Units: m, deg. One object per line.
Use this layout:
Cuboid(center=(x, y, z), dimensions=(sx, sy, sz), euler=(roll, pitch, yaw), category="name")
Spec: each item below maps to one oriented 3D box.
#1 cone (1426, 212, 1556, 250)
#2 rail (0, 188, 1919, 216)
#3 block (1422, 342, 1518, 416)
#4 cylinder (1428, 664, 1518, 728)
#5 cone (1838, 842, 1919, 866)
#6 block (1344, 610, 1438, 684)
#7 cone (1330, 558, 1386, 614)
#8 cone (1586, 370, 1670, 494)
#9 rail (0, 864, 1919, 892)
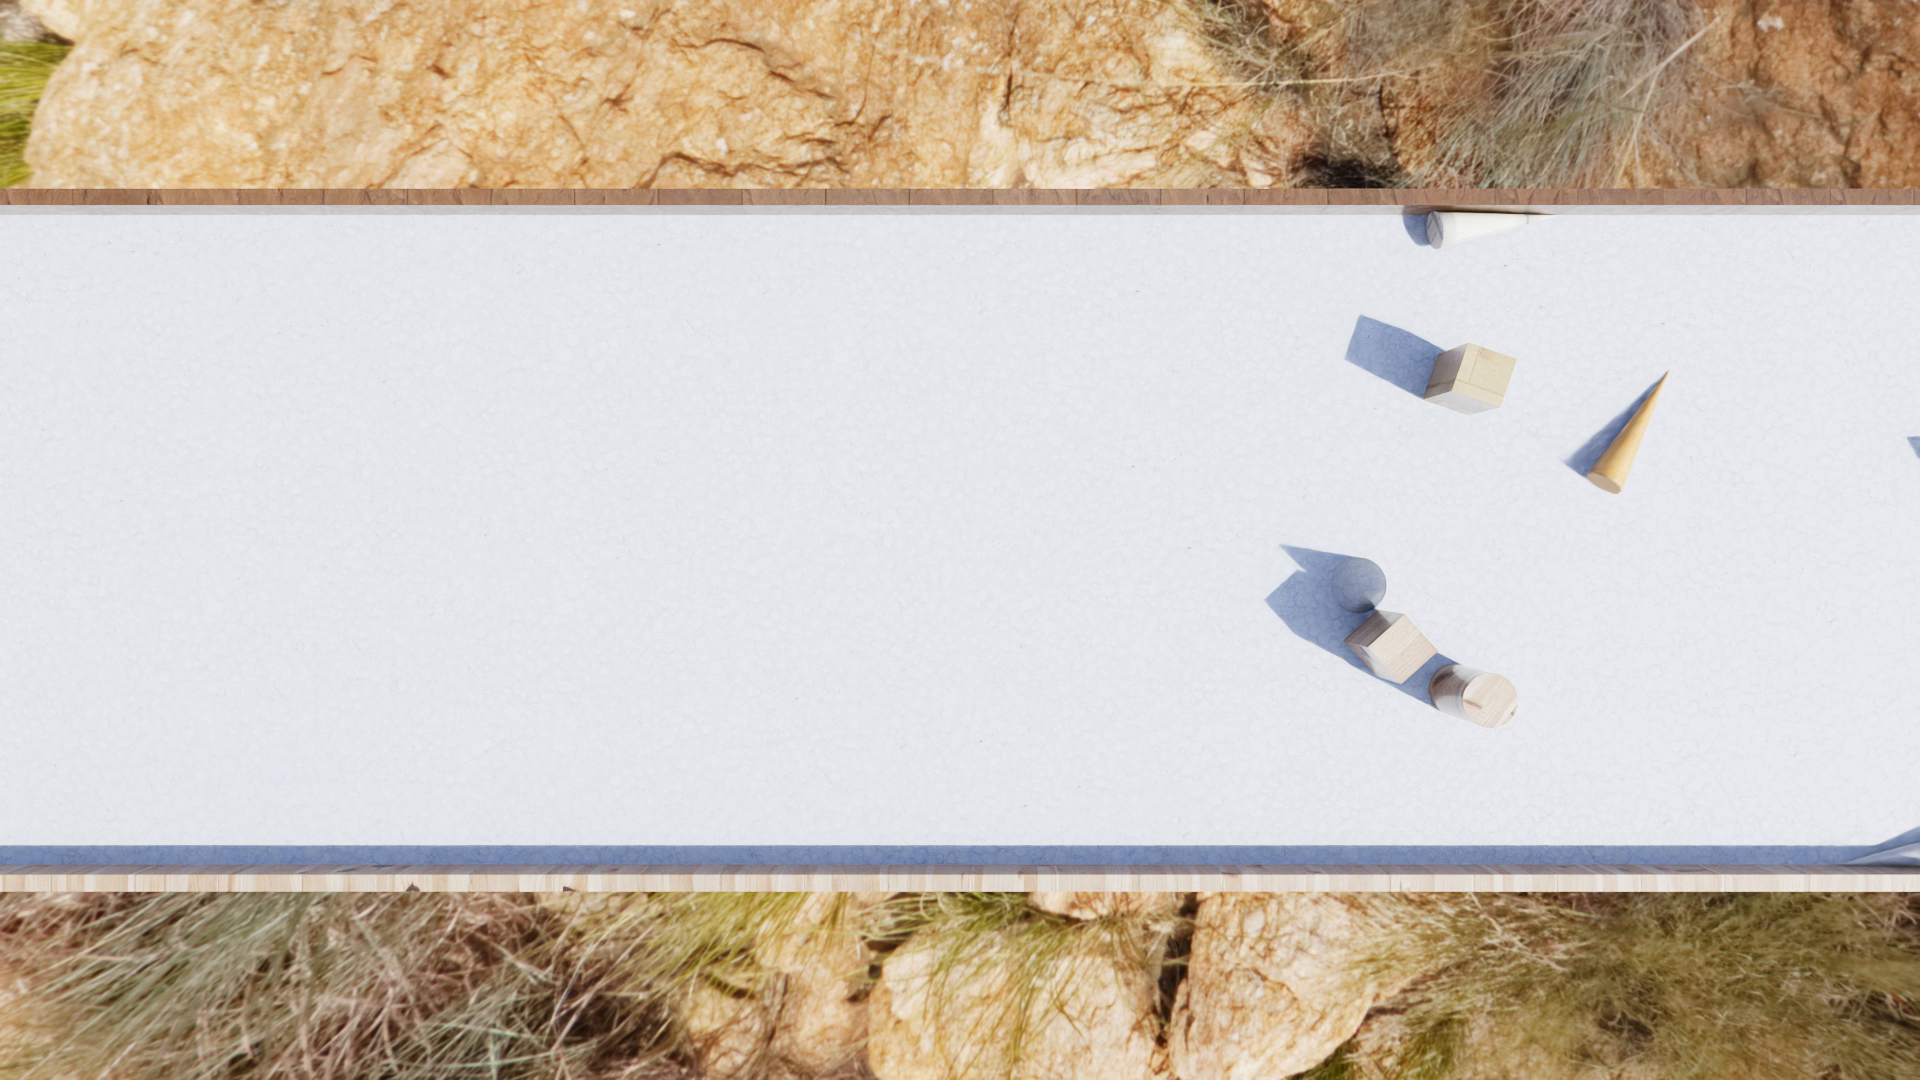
Cuboid(center=(1.646, -0.971, 5.048), dimensions=(0.411, 0.116, 0.116), euler=(-8, 90, -8), category="cone")
Cuboid(center=(-2.247, -1.025, 5.002), dimensions=(12.000, 0.150, 0.050), euler=(0, 90, 0), category="rail")
Cuboid(center=(1.518, -0.478, 4.925), dimensions=(0.149, 0.303, 0.149), euler=(19, 90, 0), category="block")
Cuboid(center=(1.522, 0.461, 4.904), dimensions=(0.158, 0.345, 0.158), euler=(0, 90, 0), category="cylinder")
Cuboid(center=(2.894, 0.968, 5.046), dimensions=(0.439, 0.123, 0.123), euler=(-9, 90, 8), category="cone")
Cuboid(center=(1.281, 0.315, 4.923), dimensions=(0.144, 0.307, 0.144), euler=(-42, 90, 0), category="block")
Cuboid(center=(1.227, 0.139, 4.918), dimensions=(0.172, 0.317, 0.172), euler=(0, 90, 0), category="cone")
Cuboid(center=(2.073, -0.352, 5.049), dimensions=(0.109, 0.109, 0.427), euler=(33, 83, 0), category="cone")
Cuboid(center=(-2.247, 1.025, 5.001), dimensions=(12.000, 0.150, 0.050), euler=(0, 90, 0), category="rail")
